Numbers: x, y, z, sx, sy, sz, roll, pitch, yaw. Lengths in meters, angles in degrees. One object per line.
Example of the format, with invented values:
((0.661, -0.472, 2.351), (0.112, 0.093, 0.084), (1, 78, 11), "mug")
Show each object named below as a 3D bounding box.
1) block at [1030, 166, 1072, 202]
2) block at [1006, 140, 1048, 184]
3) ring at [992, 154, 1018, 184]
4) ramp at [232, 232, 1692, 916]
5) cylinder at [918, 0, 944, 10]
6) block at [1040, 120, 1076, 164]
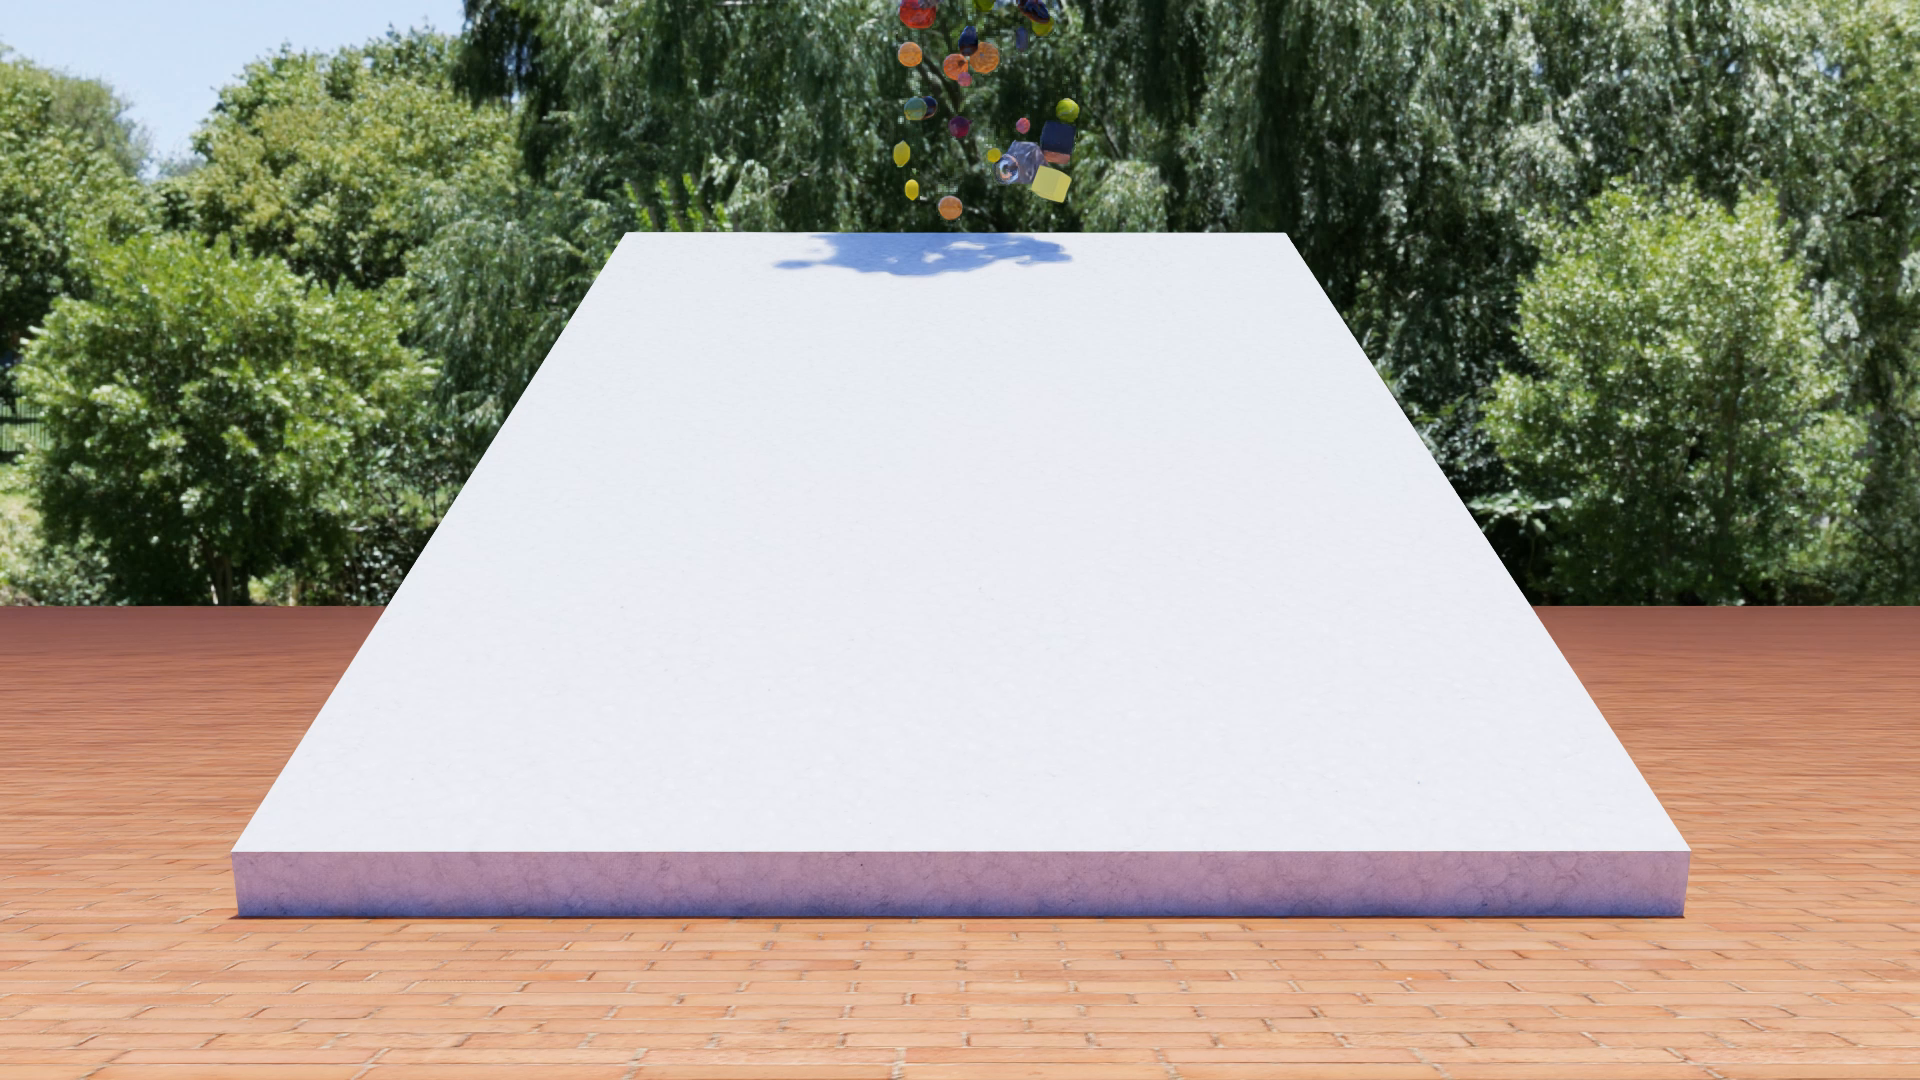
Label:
((0.265, -1.033, 6.575), (0.075, 0.075, 0.075), (21, 0, 26), "block")
((0.187, -1.101, 6.604), (0.084, 0.084, 0.084), (13, -29, 36), "block")
((0.132, -1.068, 6.528), (0.087, 0.087, 0.029), (1, 13, -39), "ring")
((-0.005, -0.205, 4.999), (2.000, 0.100, 4.000), (0, 20, 0), "ramp")
((-0.084, -1.549, 6.421), (0.069, 0.069, 0.069), (-20, -8, 18), "cylinder")
((0.284, -1.168, 6.657), (0.090, 0.090, 0.090), (11, -10, -5), "block")
